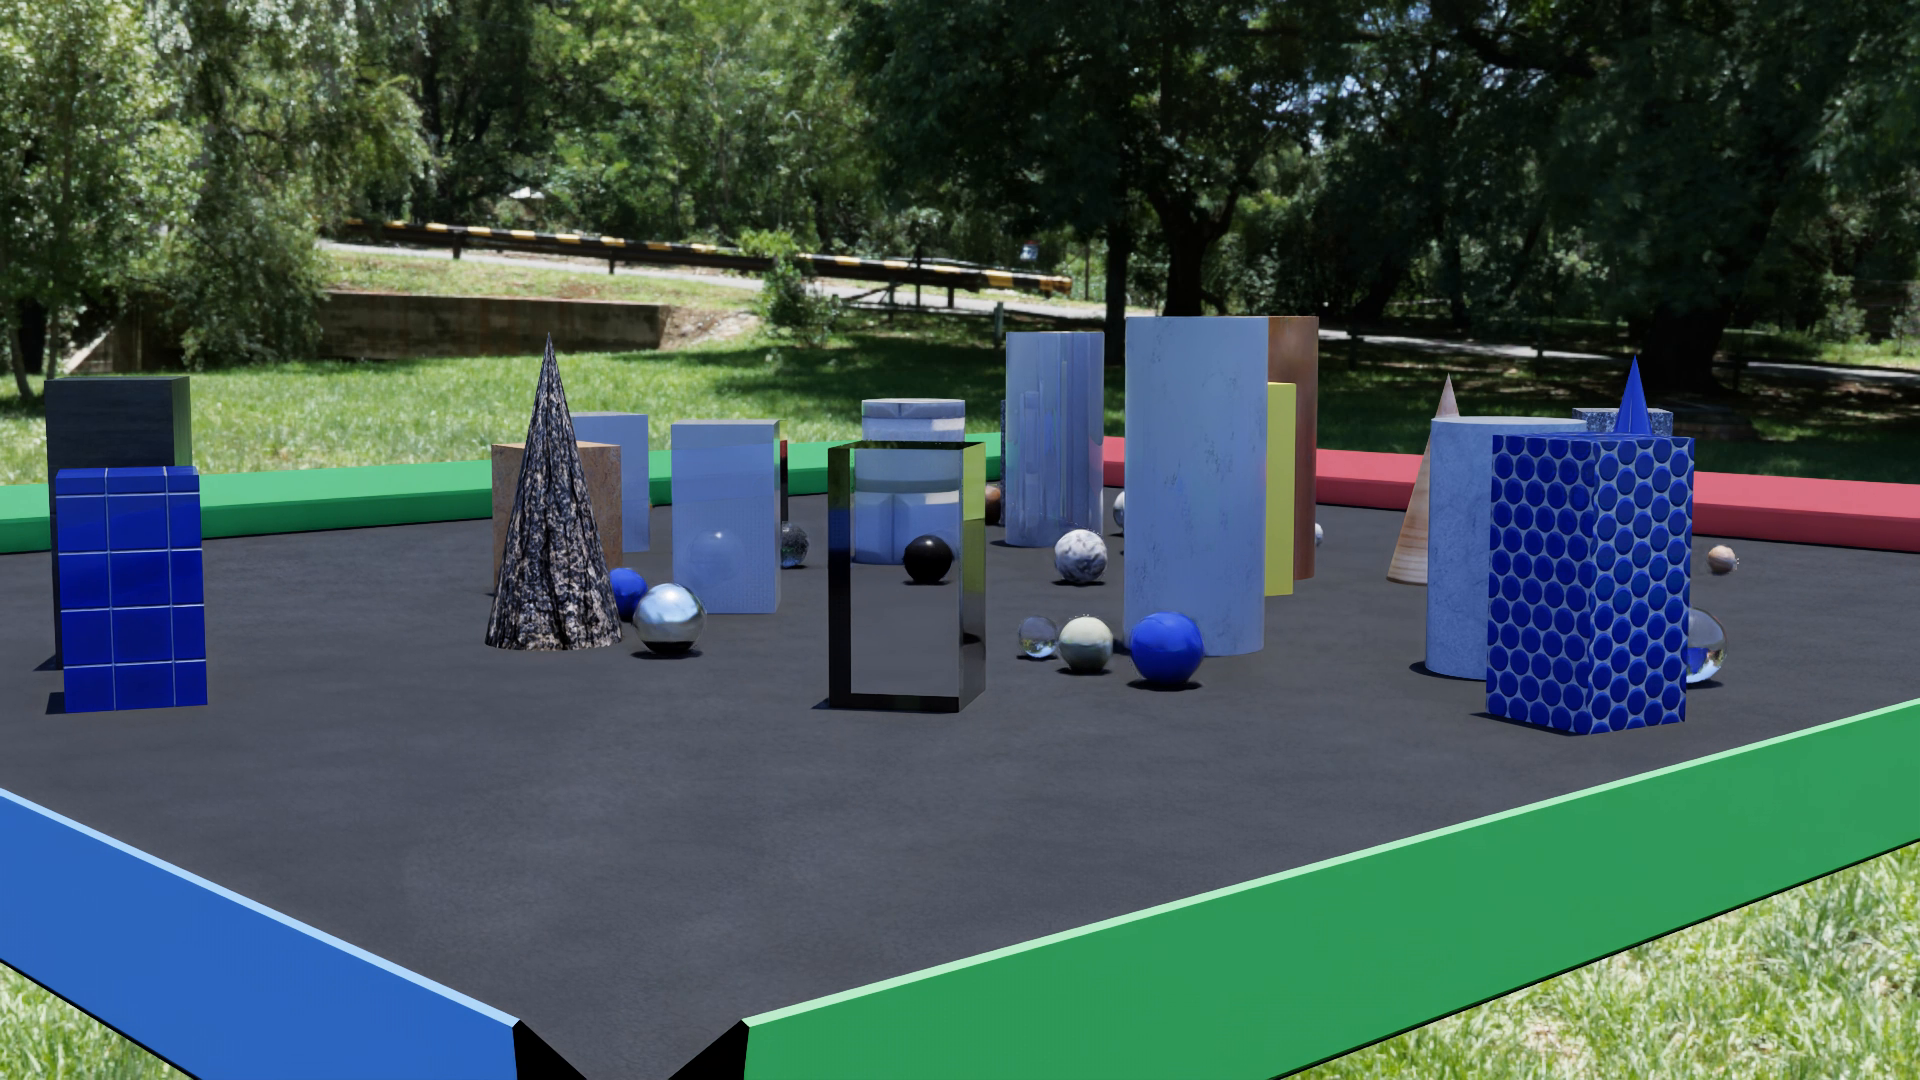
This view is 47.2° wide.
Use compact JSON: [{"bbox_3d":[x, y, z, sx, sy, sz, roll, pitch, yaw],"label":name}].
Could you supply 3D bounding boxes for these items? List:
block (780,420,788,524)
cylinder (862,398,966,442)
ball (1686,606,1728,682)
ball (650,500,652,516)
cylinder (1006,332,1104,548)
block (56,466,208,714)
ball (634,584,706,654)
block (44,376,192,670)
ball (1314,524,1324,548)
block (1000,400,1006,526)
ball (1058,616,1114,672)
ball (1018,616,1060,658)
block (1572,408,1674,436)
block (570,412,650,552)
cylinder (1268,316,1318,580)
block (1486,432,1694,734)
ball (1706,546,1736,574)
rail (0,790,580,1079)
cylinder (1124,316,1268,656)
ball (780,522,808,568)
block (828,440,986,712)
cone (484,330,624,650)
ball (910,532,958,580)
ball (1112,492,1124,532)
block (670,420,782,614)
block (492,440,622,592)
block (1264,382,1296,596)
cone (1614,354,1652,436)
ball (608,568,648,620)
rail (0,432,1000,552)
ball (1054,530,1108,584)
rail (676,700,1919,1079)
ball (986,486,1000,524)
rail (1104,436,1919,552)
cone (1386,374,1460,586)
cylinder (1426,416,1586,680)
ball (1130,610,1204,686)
[{"bbox_3d":[-0.431,-0.117,4.241,0.148,0.223,0.148,2,7,21],"label":"block"},{"bbox_3d":[-0.083,-0.110,3.929,0.185,0.277,0.185,0,6,0],"label":"cylinder"},{"bbox_3d":[0.862,0.124,2.606,0.091,0.091,0.091,0,6,0],"label":"ball"},{"bbox_3d":[-0.657,-0.063,4.386,0.087,0.087,0.087,0,6,0],"label":"ball"},{"bbox_3d":[0.178,-0.192,4.138,0.185,0.396,0.185,0,6,0],"label":"cylinder"},{"bbox_3d":[-0.938,0.052,2.494,0.148,0.258,0.148,-2,6,-20],"label":"block"},{"bbox_3d":[-0.373,0.101,2.819,0.091,0.091,0.091,0,6,0],"label":"ball"},{"bbox_3d":[-1.052,-0.026,2.770,0.148,0.355,0.148,-1,6,-11],"label":"block"},{"bbox_3d":[0.641,-0.008,4.031,0.051,0.051,0.051,0,6,0],"label":"ball"},{"bbox_3d":[0.187,-0.157,4.467,0.148,0.255,0.148,5,8,41],"label":"block"},{"bbox_3d":[0.154,0.127,2.689,0.067,0.067,0.067,0,6,0],"label":"ball"},{"bbox_3d":[0.100,0.123,2.795,0.053,0.053,0.053,0,6,0],"label":"ball"},{"bbox_3d":[1.141,-0.092,3.806,0.148,0.266,0.148,1,6,8],"label":"block"},{"bbox_3d":[-0.669,-0.106,4.020,0.148,0.249,0.148,-4,7,-36],"label":"block"},{"bbox_3d":[0.497,-0.155,3.640,0.185,0.428,0.185,0,6,0],"label":"cylinder"},{"bbox_3d":[0.679,0.041,2.376,0.148,0.305,0.148,-4,7,-30],"label":"block"},{"bbox_3d":[1.272,0.033,3.674,0.046,0.046,0.046,0,6,0],"label":"ball"},{"bbox_3d":[-1.258,0.154,2.178,0.045,0.120,3.309,-6,8,-42],"label":"rail"},{"bbox_3d":[0.307,-0.075,2.870,0.185,0.431,0.185,0,6,0],"label":"cylinder"},{"bbox_3d":[-0.297,0.009,3.761,0.076,0.076,0.076,0,6,0],"label":"ball"},{"bbox_3d":[-0.058,0.037,2.489,0.148,0.289,0.148,1,6,12],"label":"block"},{"bbox_3d":[-0.542,-0.072,2.921,0.185,0.413,0.185,0,6,0],"label":"cone"},{"bbox_3d":[-0.041,0.025,3.597,0.078,0.078,0.078,0,6,0],"label":"ball"},{"bbox_3d":[0.343,-0.056,4.294,0.092,0.092,0.092,0,6,0],"label":"ball"},{"bbox_3d":[-0.344,-0.037,3.254,0.148,0.275,0.148,0,6,-1],"label":"block"},{"bbox_3d":[-0.622,-0.031,3.392,0.148,0.232,0.148,-4,7,-35],"label":"block"},{"bbox_3d":[0.417,-0.081,3.425,0.148,0.326,0.148,-3,7,-27],"label":"block"},{"bbox_3d":[0.941,-0.072,3.086,0.185,0.378,0.185,0,6,0],"label":"cone"},{"bbox_3d":[-0.481,0.077,3.135,0.073,0.073,0.073,0,6,0],"label":"ball"},{"bbox_3d":[-1.106,-0.096,4.524,3.472,0.120,0.045,-6,8,-42],"label":"rail"},{"bbox_3d":[0.195,0.026,3.543,0.087,0.087,0.087,0,6,0],"label":"ball"},{"bbox_3d":[1.106,0.158,2.141,3.472,0.120,0.045,-6,8,-42],"label":"rail"},{"bbox_3d":[0.057,-0.072,4.507,0.079,0.079,0.079,0,6,0],"label":"ball"},{"bbox_3d":[1.258,-0.092,4.487,0.045,0.120,3.309,-6,8,-42],"label":"rail"},{"bbox_3d":[0.788,-0.102,3.565,0.185,0.338,0.185,0,6,0],"label":"cone"},{"bbox_3d":[0.668,0.006,2.696,0.185,0.306,0.185,0,6,0],"label":"cylinder"},{"bbox_3d":[0.244,0.127,2.592,0.088,0.088,0.088,0,6,0],"label":"ball"}]
